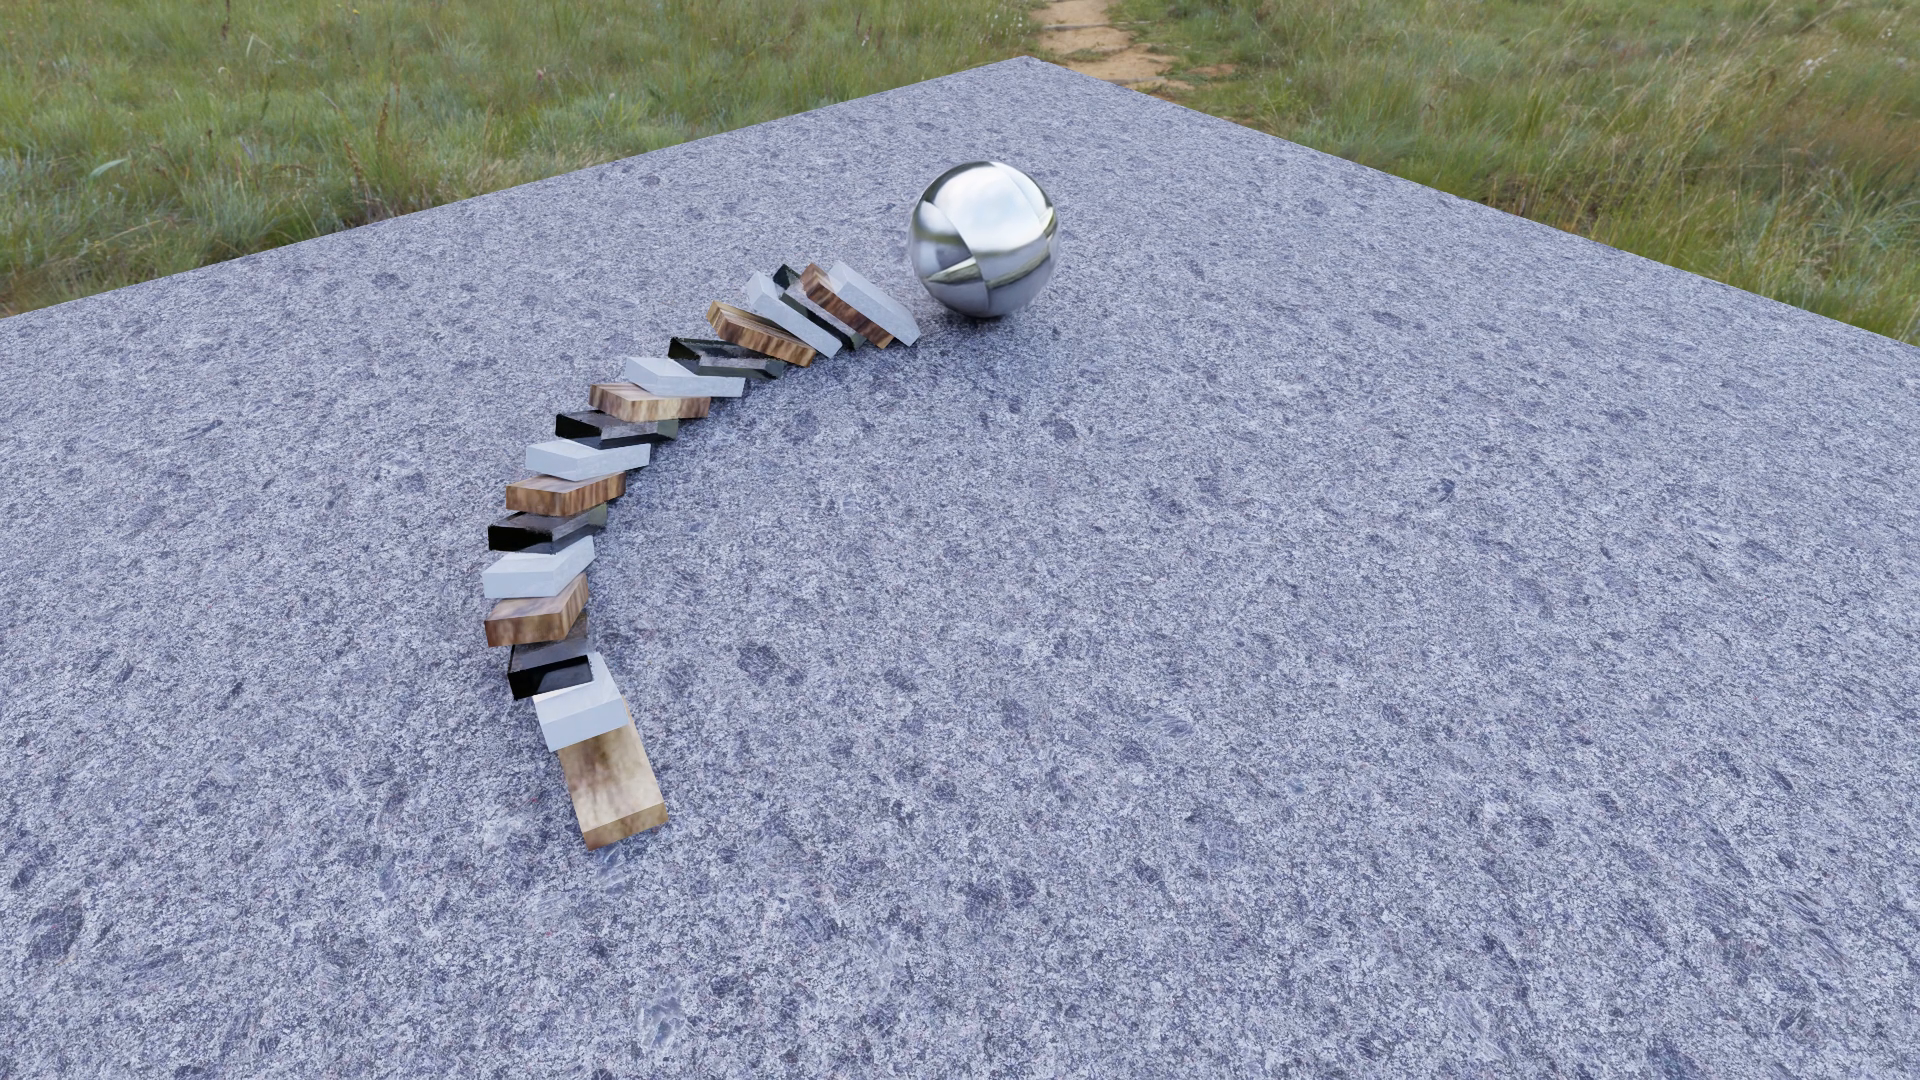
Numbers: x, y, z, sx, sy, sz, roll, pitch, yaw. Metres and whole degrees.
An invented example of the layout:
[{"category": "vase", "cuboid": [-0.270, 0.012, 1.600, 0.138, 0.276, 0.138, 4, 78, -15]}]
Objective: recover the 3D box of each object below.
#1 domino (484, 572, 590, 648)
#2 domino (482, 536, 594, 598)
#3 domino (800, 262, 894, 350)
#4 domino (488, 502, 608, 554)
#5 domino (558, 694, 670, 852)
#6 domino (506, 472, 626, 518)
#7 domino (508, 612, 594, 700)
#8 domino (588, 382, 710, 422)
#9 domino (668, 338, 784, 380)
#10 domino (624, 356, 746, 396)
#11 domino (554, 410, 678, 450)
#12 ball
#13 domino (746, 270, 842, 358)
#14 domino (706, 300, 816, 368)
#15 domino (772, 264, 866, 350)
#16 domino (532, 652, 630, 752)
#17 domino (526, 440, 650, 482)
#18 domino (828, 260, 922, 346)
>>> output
[{"category": "domino", "cuboid": [-0.152, 0.025, 0.398, 0.025, 0.010, 0.050, -6, 15, -8]}, {"category": "domino", "cuboid": [-0.158, 0.010, 0.416, 0.025, 0.010, 0.050, -2, 15, -2]}, {"category": "domino", "cuboid": [-0.058, -0.120, 0.565, 0.050, 0.010, 0.025, 30, 23, -35]}, {"category": "domino", "cuboid": [-0.162, -0.006, 0.434, 0.025, 0.010, 0.050, 4, 14, 5]}, {"category": "domino", "cuboid": [-0.113, 0.074, 0.354, 0.025, 0.010, 0.050, -18, 43, -21]}, {"category": "domino", "cuboid": [-0.161, -0.021, 0.453, 0.025, 0.009, 0.050, 7, 14, 9]}, {"category": "domino", "cuboid": [-0.141, 0.039, 0.380, 0.025, 0.009, 0.050, -13, 17, -15]}, {"category": "domino", "cuboid": [-0.142, -0.064, 0.505, 0.025, 0.009, 0.050, 24, 20, 26]}, {"category": "domino", "cuboid": [-0.113, -0.088, 0.535, 0.025, 0.010, 0.050, 34, 25, 34]}, {"category": "domino", "cuboid": [-0.130, -0.077, 0.521, 0.025, 0.009, 0.050, 30, 23, 33]}, {"category": "domino", "cuboid": [-0.152, -0.050, 0.489, 0.025, 0.010, 0.050, 18, 17, 21]}, {"category": "ball", "cuboid": [0.013, -0.158, 0.581, 0.080, 0.080, 0.080, 0, 39, 0]}, {"category": "domino", "cuboid": [-0.084, -0.114, 0.558, 0.050, 0.010, 0.025, 31, 23, -35]}, {"category": "domino", "cuboid": [-0.099, -0.103, 0.549, 0.050, 0.009, 0.025, 13, 27, -39]}, {"category": "domino", "cuboid": [-0.072, -0.119, 0.563, 0.050, 0.009, 0.025, 31, 23, -35]}, {"category": "domino", "cuboid": [-0.127, 0.052, 0.364, 0.025, 0.009, 0.050, -18, 19, -21]}, {"category": "domino", "cuboid": [-0.158, -0.036, 0.471, 0.025, 0.009, 0.050, 14, 16, 17]}, {"category": "domino", "cuboid": [-0.044, -0.122, 0.567, 0.050, 0.009, 0.025, 30, 23, -35]}]
